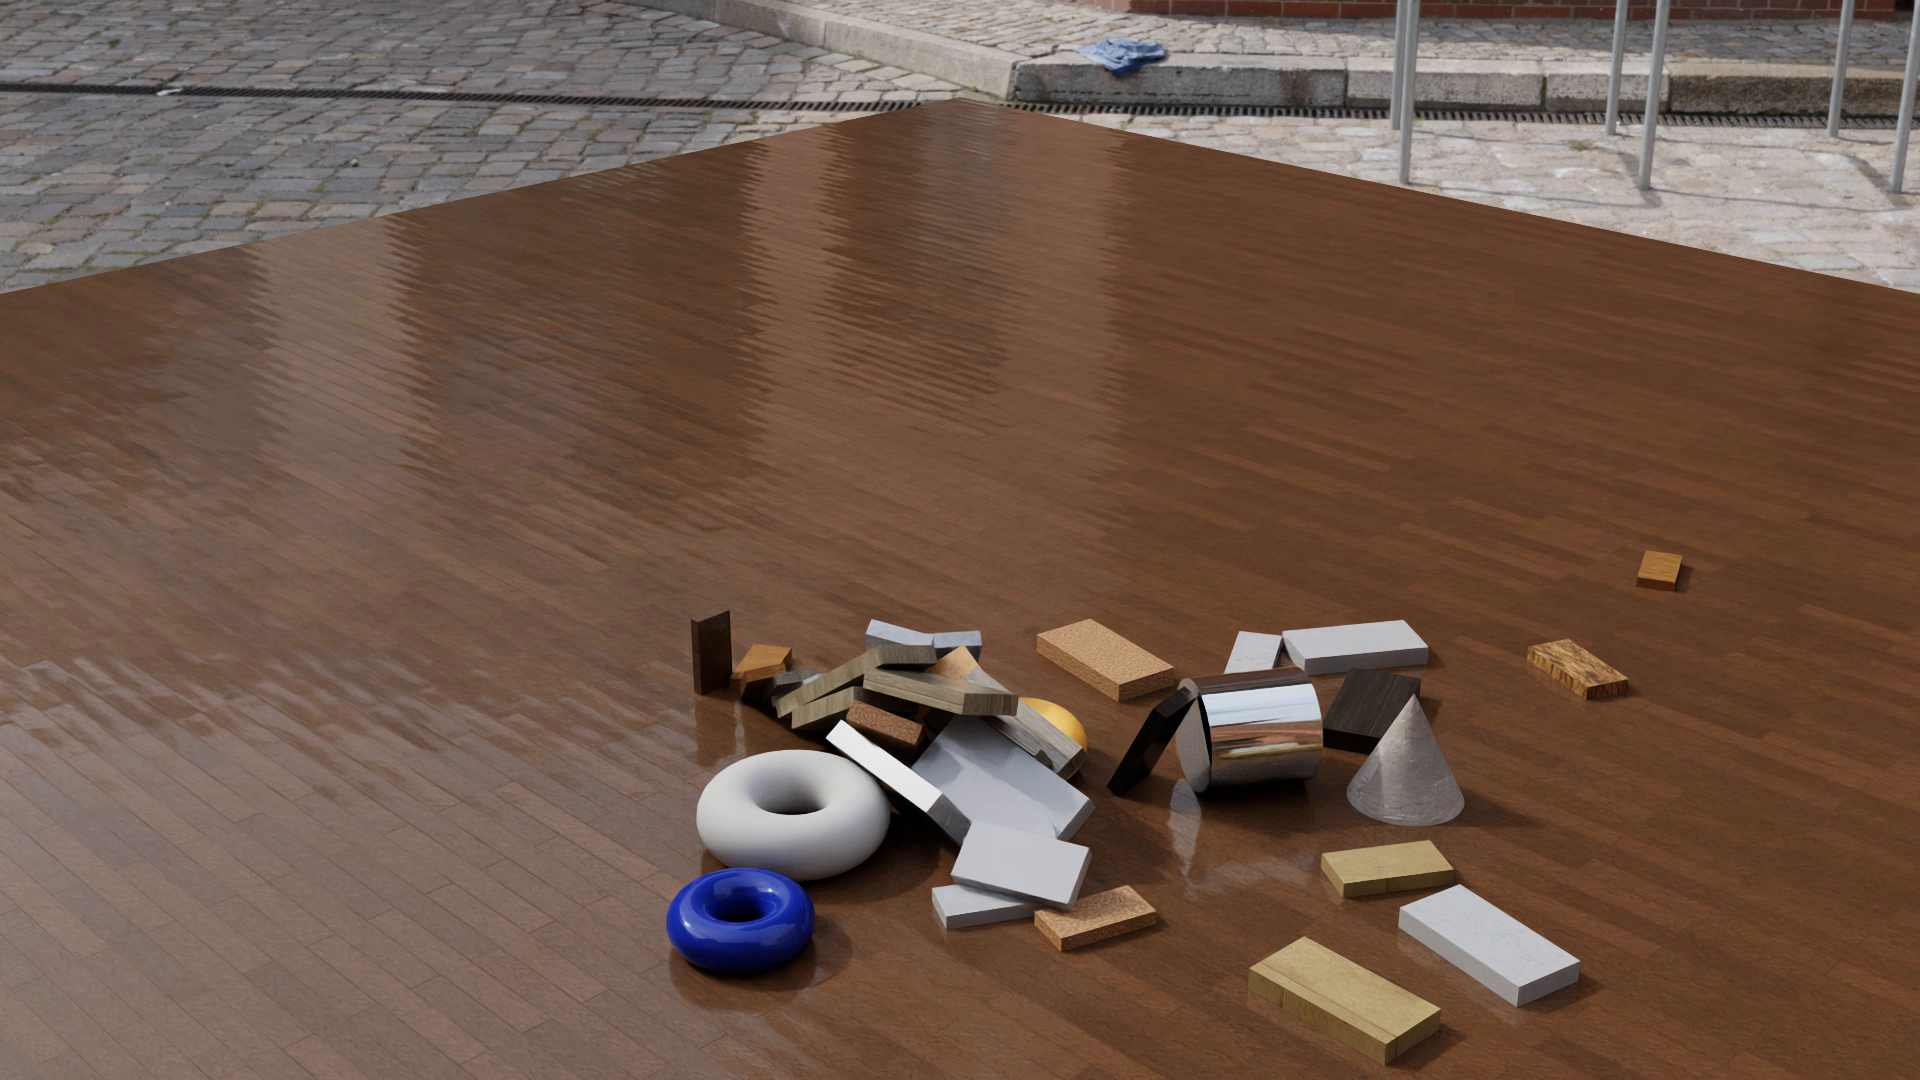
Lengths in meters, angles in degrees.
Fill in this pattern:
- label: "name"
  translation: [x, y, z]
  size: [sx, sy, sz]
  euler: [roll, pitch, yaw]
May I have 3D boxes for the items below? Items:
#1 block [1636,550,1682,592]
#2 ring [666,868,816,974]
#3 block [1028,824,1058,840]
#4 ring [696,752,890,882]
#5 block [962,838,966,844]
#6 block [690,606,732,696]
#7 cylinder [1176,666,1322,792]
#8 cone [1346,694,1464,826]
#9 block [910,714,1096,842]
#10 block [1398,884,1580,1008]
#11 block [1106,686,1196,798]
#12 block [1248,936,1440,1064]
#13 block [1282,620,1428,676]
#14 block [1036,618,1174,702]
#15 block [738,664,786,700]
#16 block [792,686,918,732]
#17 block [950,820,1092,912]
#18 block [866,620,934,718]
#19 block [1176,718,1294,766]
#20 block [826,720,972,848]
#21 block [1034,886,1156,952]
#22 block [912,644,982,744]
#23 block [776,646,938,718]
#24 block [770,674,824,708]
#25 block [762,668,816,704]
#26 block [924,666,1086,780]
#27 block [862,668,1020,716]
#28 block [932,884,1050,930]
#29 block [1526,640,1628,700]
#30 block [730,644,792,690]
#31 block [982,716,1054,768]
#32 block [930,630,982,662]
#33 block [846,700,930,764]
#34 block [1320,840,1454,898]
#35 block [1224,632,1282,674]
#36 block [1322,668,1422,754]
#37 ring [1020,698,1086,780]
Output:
- label: "block"
  translation: [1.764, 0.078, 5.545]
  size: [0.091, 0.026, 0.182]
  euler: [9, 25, 21]
- label: "ring"
  translation: [-0.400, 0.693, 4.015]
  size: [0.273, 0.091, 0.273]
  euler: [1, 24, 0]
- label: "block"
  translation: [0.118, 0.601, 4.201]
  size: [0.149, 0.021, 0.075]
  euler: [-20, 57, 10]
- label: "ring"
  translation: [-0.327, 0.540, 4.328]
  size: [0.382, 0.127, 0.382]
  euler: [1, 24, 0]
- label: "block"
  translation: [0.076, 0.604, 4.189]
  size: [0.149, 0.021, 0.075]
  euler: [-4, 60, 19]
- label: "block"
  translation: [-0.557, 0.250, 4.940]
  size: [0.026, 0.182, 0.091]
  euler: [21, 31, 41]
- label: "cylinder"
  translation: [0.593, 0.390, 4.538]
  size: [0.237, 0.237, 0.237]
  euler: [-5, 24, -12]
- label: "cone"
  translation: [0.915, 0.417, 4.471]
  size: [0.239, 0.239, 0.239]
  euler: [0, 23, 0]
- label: "block"
  translation: [0.080, 0.490, 4.321]
  size: [0.346, 0.049, 0.173]
  euler: [34, 78, 32]
- label: "block"
  translation: [0.955, 0.731, 3.983]
  size: [0.150, 0.043, 0.301]
  euler: [-14, 27, -29]
- label: "block"
  translation: [0.391, 0.413, 4.495]
  size: [0.034, 0.239, 0.119]
  euler: [40, 39, 19]
- label: "block"
  translation: [0.666, 0.798, 3.826]
  size: [0.150, 0.043, 0.301]
  euler: [-19, 30, -38]
- label: "block"
  translation: [0.918, 0.250, 5.118]
  size: [0.301, 0.043, 0.150]
  euler: [-5, 23, -11]
- label: "block"
  translation: [0.332, 0.274, 5.057]
  size: [0.157, 0.044, 0.313]
  euler: [-15, 27, -31]
- label: "block"
  translation: [-0.436, 0.312, 4.849]
  size: [0.089, 0.025, 0.178]
  euler: [-11, -14, -13]
- label: "block"
  translation: [-0.222, 0.360, 4.609]
  size: [0.148, 0.042, 0.297]
  euler: [9, -17, -28]
- label: "block"
  translation: [0.115, 0.610, 4.128]
  size: [0.238, 0.034, 0.119]
  euler: [11, 59, 23]
- label: "block"
  translation: [-0.127, 0.282, 4.704]
  size: [0.138, 0.276, 0.039]
  euler: [15, 54, 10]
- label: "block"
  translation: [0.586, 0.430, 4.706]
  size: [0.224, 0.032, 0.112]
  euler: [-5, 24, -12]
- label: "block"
  translation: [-0.110, 0.490, 4.379]
  size: [0.049, 0.173, 0.346]
  euler: [-50, 43, -10]
- label: "block"
  translation: [0.251, 0.700, 4.075]
  size: [0.202, 0.029, 0.101]
  euler: [-11, 25, -25]
- label: "block"
  translation: [0.023, 0.388, 4.530]
  size: [0.173, 0.049, 0.346]
  euler: [-32, 52, -6]
- label: "block"
  translation: [-0.224, 0.302, 4.652]
  size: [0.138, 0.039, 0.412]
  euler: [2, -21, -37]
- label: "block"
  translation: [-0.324, 0.329, 4.797]
  size: [0.089, 0.025, 0.178]
  euler: [3, -21, -41]
- label: "block"
  translation: [-0.375, 0.322, 4.832]
  size: [0.089, 0.025, 0.178]
  euler: [-8, -15, -17]
- label: "block"
  translation: [0.089, 0.400, 4.442]
  size: [0.157, 0.044, 0.313]
  euler: [-44, 54, -15]
- label: "block"
  translation: [-0.040, 0.302, 4.398]
  size: [0.148, 0.042, 0.297]
  euler: [5, 4, -43]
- label: "block"
  translation: [0.058, 0.677, 4.128]
  size: [0.202, 0.029, 0.101]
  euler: [-6, 24, -15]
- label: "block"
  translation: [1.410, 0.294, 5.026]
  size: [0.112, 0.032, 0.224]
  euler: [-9, 25, -20]
- label: "block"
  translation: [-0.456, 0.293, 5.038]
  size: [0.091, 0.026, 0.182]
  euler: [5, 24, 12]
- label: "block"
  translation: [0.113, 0.397, 4.358]
  size: [0.149, 0.075, 0.021]
  euler: [33, 78, 33]
- label: "block"
  translation: [-0.027, 0.280, 4.783]
  size: [0.119, 0.294, 0.034]
  euler: [-3, 62, -7]
- label: "block"
  translation: [-0.142, 0.399, 4.497]
  size: [0.149, 0.042, 0.297]
  euler: [20, -13, 8]
- label: "block"
  translation: [0.821, 0.632, 4.231]
  size: [0.224, 0.032, 0.112]
  euler: [-5, 24, -12]
- label: "block"
  translation: [0.676, 0.278, 5.069]
  size: [0.101, 0.029, 0.239]
  euler: [6, 24, 14]
- label: "block"
  translation: [0.900, 0.376, 4.818]
  size: [0.157, 0.044, 0.313]
  euler: [9, 25, 20]
- label: "ring"
  translation: [0.119, 0.430, 4.616]
  size: [0.297, 0.099, 0.297]
  euler: [-2, 27, 1]
